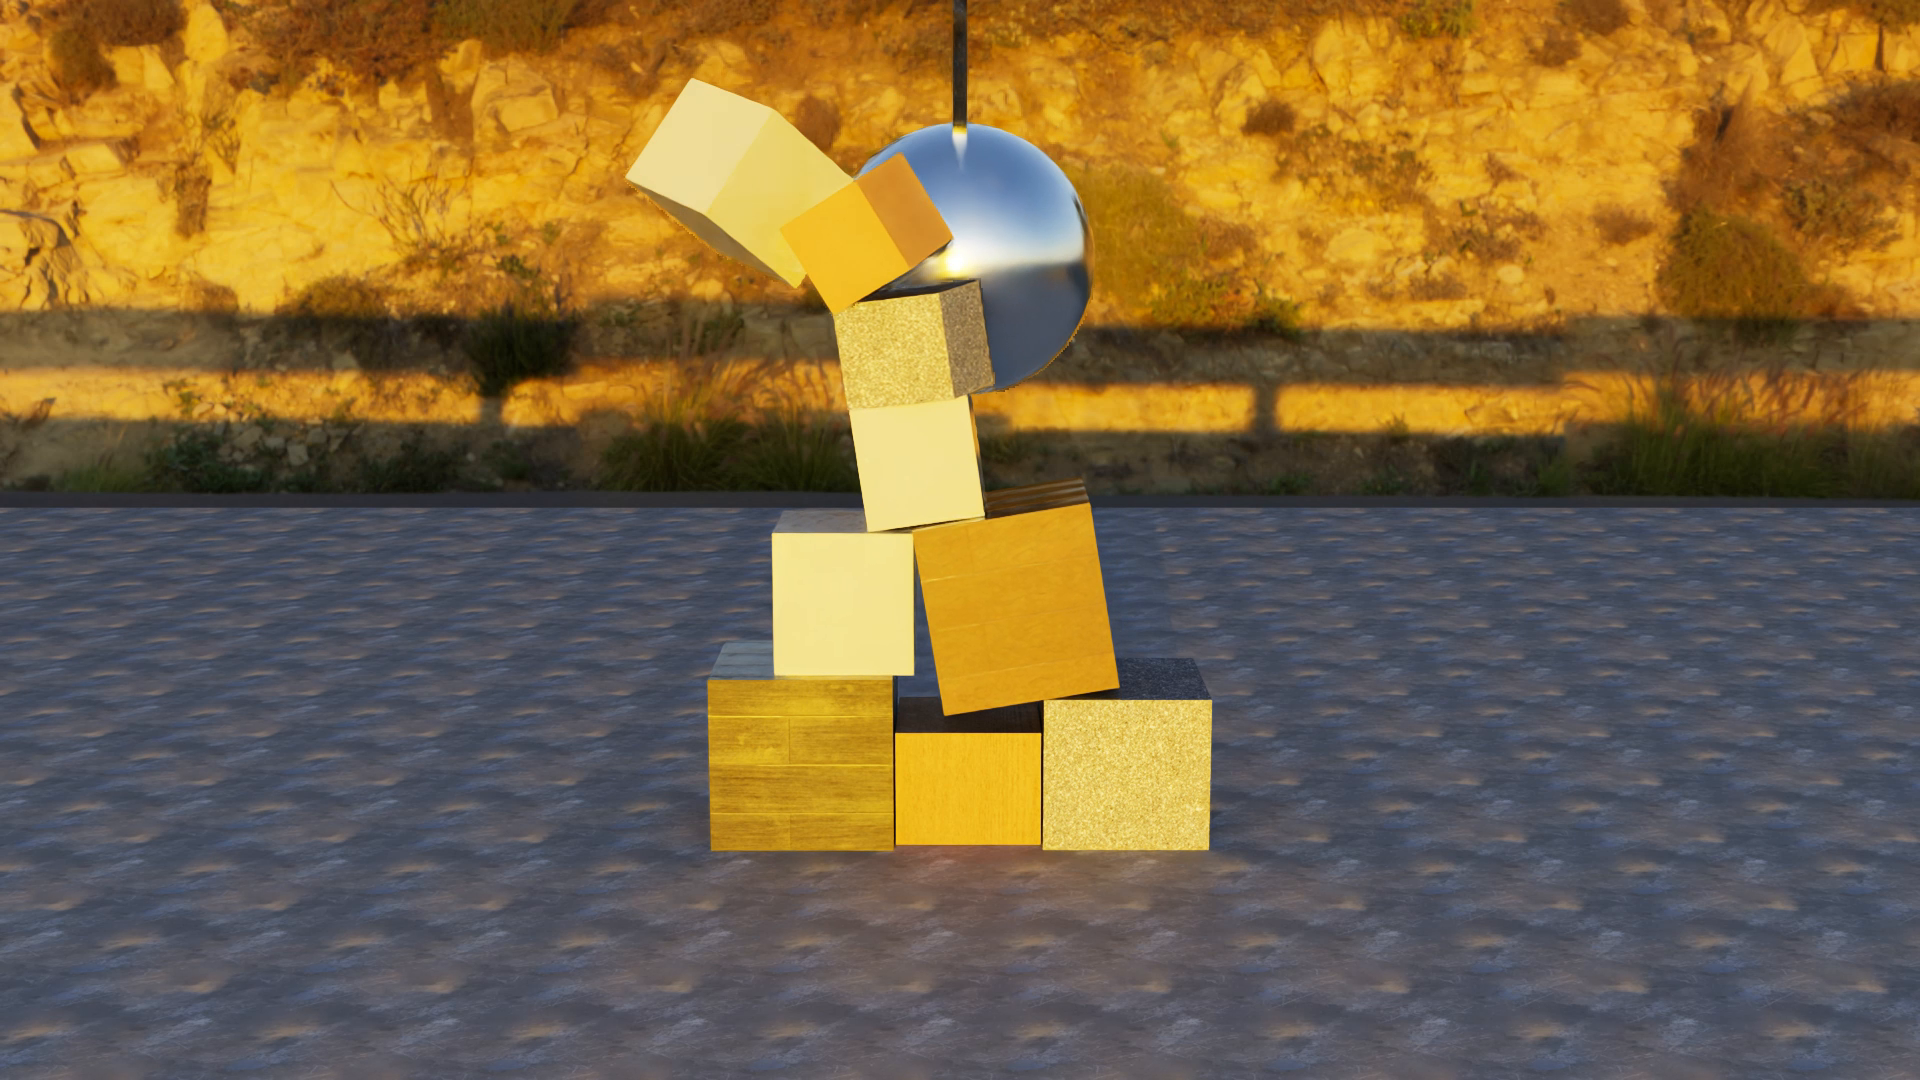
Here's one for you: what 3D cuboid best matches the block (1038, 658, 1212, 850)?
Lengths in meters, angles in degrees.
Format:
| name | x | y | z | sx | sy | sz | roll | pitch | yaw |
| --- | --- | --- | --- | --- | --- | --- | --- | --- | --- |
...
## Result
| name | x | y | z | sx | sy | sz | roll | pitch | yaw |
| --- | --- | --- | --- | --- | --- | --- | --- | --- | --- |
| block | 0.832 | 1.092 | 11.396 | 0.830 | 0.773 | 0.900 | 0 | 10 | 0 |

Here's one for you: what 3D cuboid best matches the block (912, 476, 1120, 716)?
| name | x | y | z | sx | sy | sz | roll | pitch | yaw |
| --- | --- | --- | --- | --- | --- | --- | --- | --- | --- |
| block | 0.280 | 0.269 | 11.230 | 0.880 | 0.940 | 0.853 | -9 | 10 | 2 |

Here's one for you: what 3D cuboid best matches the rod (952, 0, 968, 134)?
| name | x | y | z | sx | sy | sz | roll | pitch | yaw |
| --- | --- | --- | --- | --- | --- | --- | --- | --- | --- |
| rod | 0.000 | -4.580 | 11.261 | 0.080 | 5.200 | 0.080 | 0 | 31 | 0 |

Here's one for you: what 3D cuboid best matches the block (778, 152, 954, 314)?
| name | x | y | z | sx | sy | sz | roll | pitch | yaw |
| --- | --- | --- | --- | --- | --- | --- | --- | --- | --- |
| block | -0.445 | -1.476 | 10.566 | 0.504 | 0.483 | 0.501 | -26 | 11 | 34 |

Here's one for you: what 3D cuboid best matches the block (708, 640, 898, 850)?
| name | x | y | z | sx | sy | sz | roll | pitch | yaw |
| --- | --- | --- | --- | --- | --- | --- | --- | --- | --- |
| block | -0.790 | 1.044 | 11.366 | 0.914 | 0.878 | 0.879 | 0 | 10 | 0 |

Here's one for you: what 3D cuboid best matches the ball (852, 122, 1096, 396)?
| name | x | y | z | sx | sy | sz | roll | pitch | yaw |
| --- | --- | --- | --- | --- | --- | --- | --- | --- | --- |
| ball | 0.000 | -1.652 | 12.988 | 1.600 | 1.600 | 1.600 | 0 | 10 | 0 |

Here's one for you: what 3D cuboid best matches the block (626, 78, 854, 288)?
| name | x | y | z | sx | sy | sz | roll | pitch | yaw |
| --- | --- | --- | --- | --- | --- | --- | --- | --- | --- |
| block | -1.085 | -1.794 | 11.053 | 0.733 | 0.610 | 0.717 | 29 | -5 | 44 |

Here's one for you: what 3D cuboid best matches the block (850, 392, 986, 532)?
| name | x | y | z | sx | sy | sz | roll | pitch | yaw |
| --- | --- | --- | --- | --- | --- | --- | --- | --- | --- |
| block | -0.203 | -0.428 | 11.092 | 0.582 | 0.606 | 0.595 | -8 | 10 | 3 |

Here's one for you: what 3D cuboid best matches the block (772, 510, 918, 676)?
| name | x | y | z | sx | sy | sz | roll | pitch | yaw |
| --- | --- | --- | --- | --- | --- | --- | --- | --- | --- |
| block | -0.576 | 0.261 | 11.215 | 0.695 | 0.717 | 0.671 | 0 | 10 | 0 |

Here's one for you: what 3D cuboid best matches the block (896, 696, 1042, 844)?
| name | x | y | z | sx | sy | sz | roll | pitch | yaw |
| --- | --- | --- | --- | --- | --- | --- | --- | --- | --- |
| block | 0.042 | 1.187 | 11.411 | 0.729 | 0.581 | 0.727 | 0 | 10 | 0 |

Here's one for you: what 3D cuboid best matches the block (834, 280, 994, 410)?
| name | x | y | z | sx | sy | sz | roll | pitch | yaw |
| --- | --- | --- | --- | --- | --- | --- | --- | --- | --- |
| block | -0.228 | -0.968 | 10.907 | 0.563 | 0.517 | 0.567 | -4 | 11 | 22 |
